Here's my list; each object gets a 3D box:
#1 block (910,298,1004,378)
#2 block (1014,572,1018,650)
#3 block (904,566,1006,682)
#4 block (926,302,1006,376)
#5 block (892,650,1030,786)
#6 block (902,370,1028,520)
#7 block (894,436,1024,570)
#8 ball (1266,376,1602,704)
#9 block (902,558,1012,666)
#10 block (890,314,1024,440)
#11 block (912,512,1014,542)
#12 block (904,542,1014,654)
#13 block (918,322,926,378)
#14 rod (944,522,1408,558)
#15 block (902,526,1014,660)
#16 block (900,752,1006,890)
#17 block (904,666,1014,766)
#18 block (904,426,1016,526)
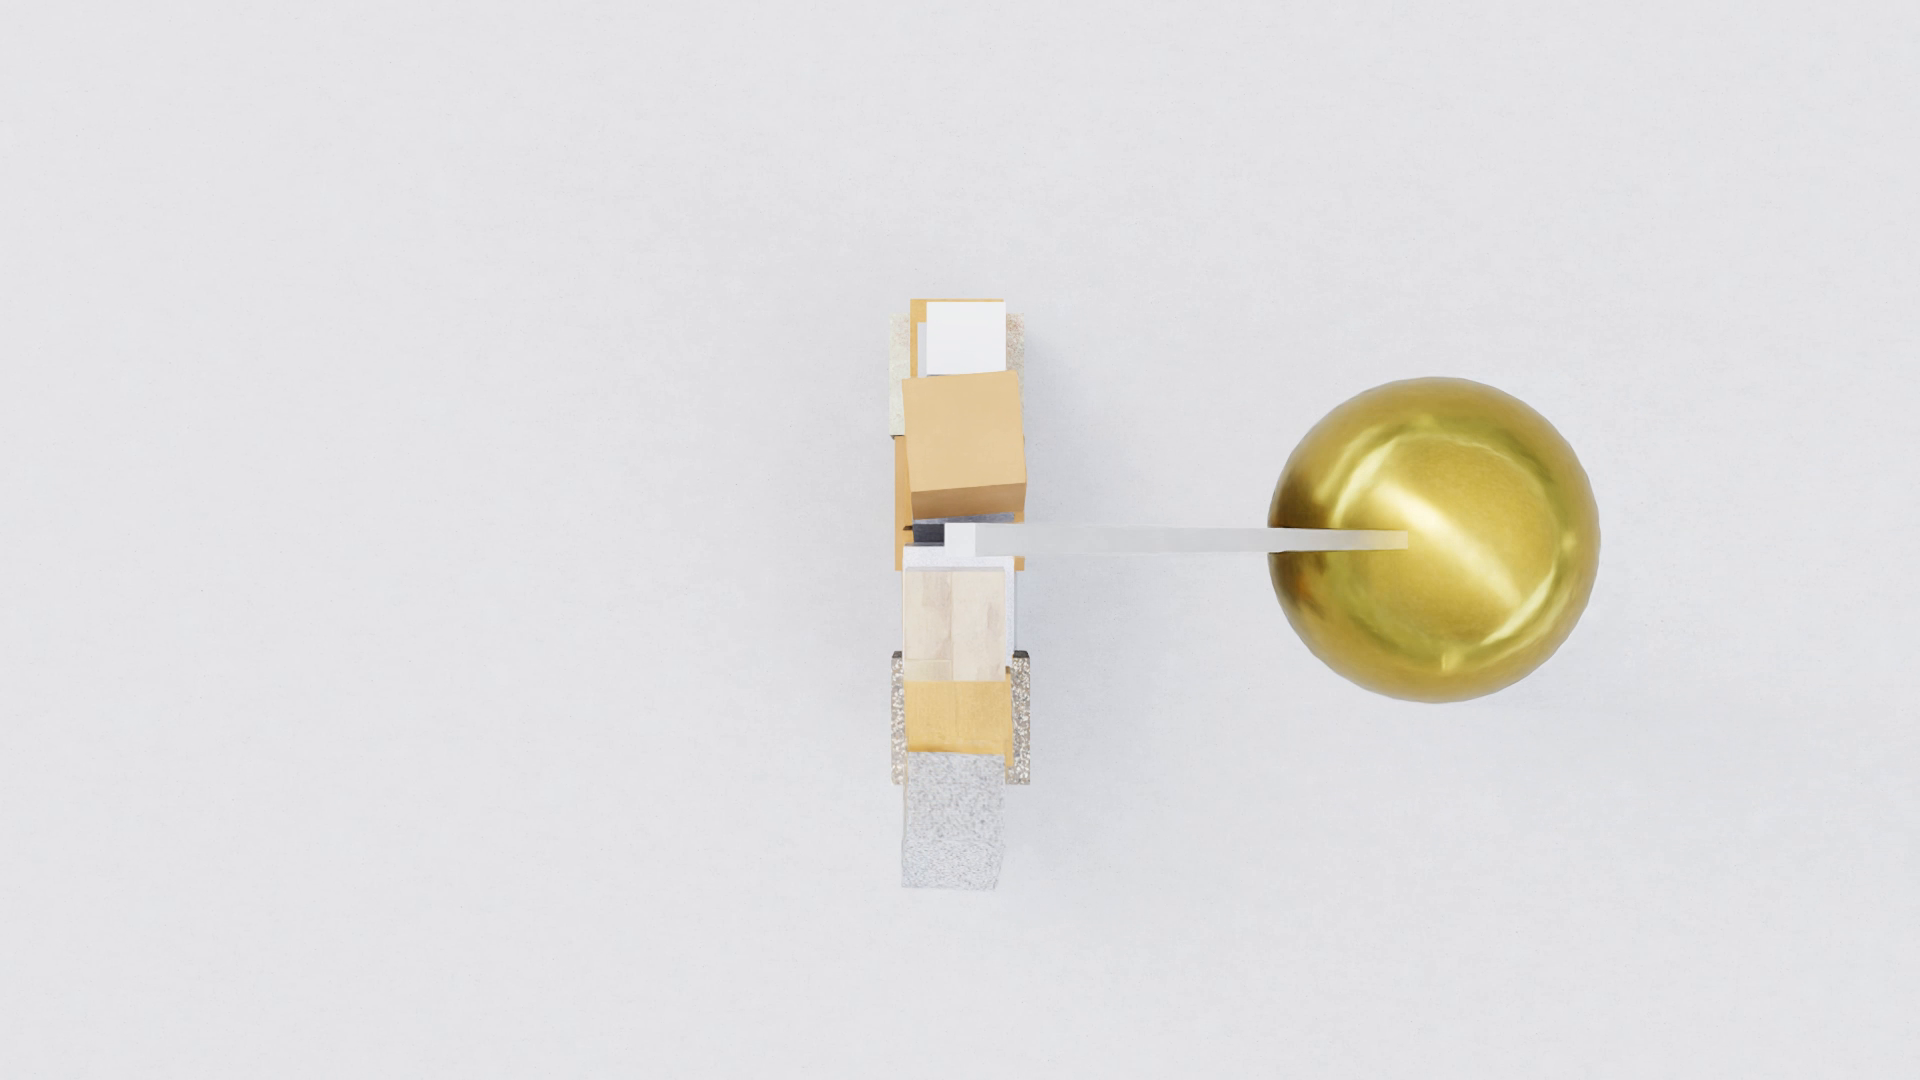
[{"bbox_3d":[-0.017,-1.004,12.046,0.499,0.565,0.573,0,90,0],"label":"block"},{"bbox_3d":[0.019,0.448,12.697,0.608,0.606,0.530,0,90,0],"label":"block"},{"bbox_3d":[-0.024,0.389,10.333,0.466,0.404,0.505,0,93,0],"label":"block"},{"bbox_3d":[0.031,-0.964,11.065,0.389,0.436,0.367,0,82,0],"label":"block"},{"bbox_3d":[0.004,0.965,12.045,0.742,0.640,0.679,0,91,0],"label":"block"},{"bbox_3d":[0.018,-0.442,10.391,0.537,0.572,0.539,-5,77,-1],"label":"block"},{"bbox_3d":[-0.002,-0.204,12.670,0.726,0.660,0.754,0,90,0],"label":"block"},{"bbox_3d":[2.295,0.000,10.717,1.600,1.600,1.600,0,90,0],"label":"ball"},{"bbox_3d":[-0.013,0.344,11.313,0.546,0.646,0.541,0,93,0],"label":"block"},{"bbox_3d":[-0.018,-0.931,12.664,0.756,0.671,0.680,0,90,0],"label":"block"},{"bbox_3d":[0.016,-0.310,11.396,0.514,0.541,0.591,0,77,0],"label":"block"},{"bbox_3d":[-0.006,0.280,10.758,0.529,0.456,0.517,0,93,0],"label":"block"},{"bbox_3d":[0.008,-0.849,11.501,0.449,0.462,0.474,0,82,0],"label":"block"},{"bbox_3d":[0.994,0.000,7.575,0.080,5.200,0.080,0,90,22],"label":"rod"},{"bbox_3d":[-0.013,0.275,11.989,0.588,0.711,0.682,0,93,0],"label":"block"},{"bbox_3d":[-0.037,1.430,11.175,0.491,0.521,0.499,3,55,-3],"label":"block"},{"bbox_3d":[-0.007,0.891,11.458,0.544,0.462,0.485,-2,99,0],"label":"block"},{"bbox_3d":[0.004,-0.392,12.030,0.597,0.605,0.614,0,91,0],"label":"block"}]
